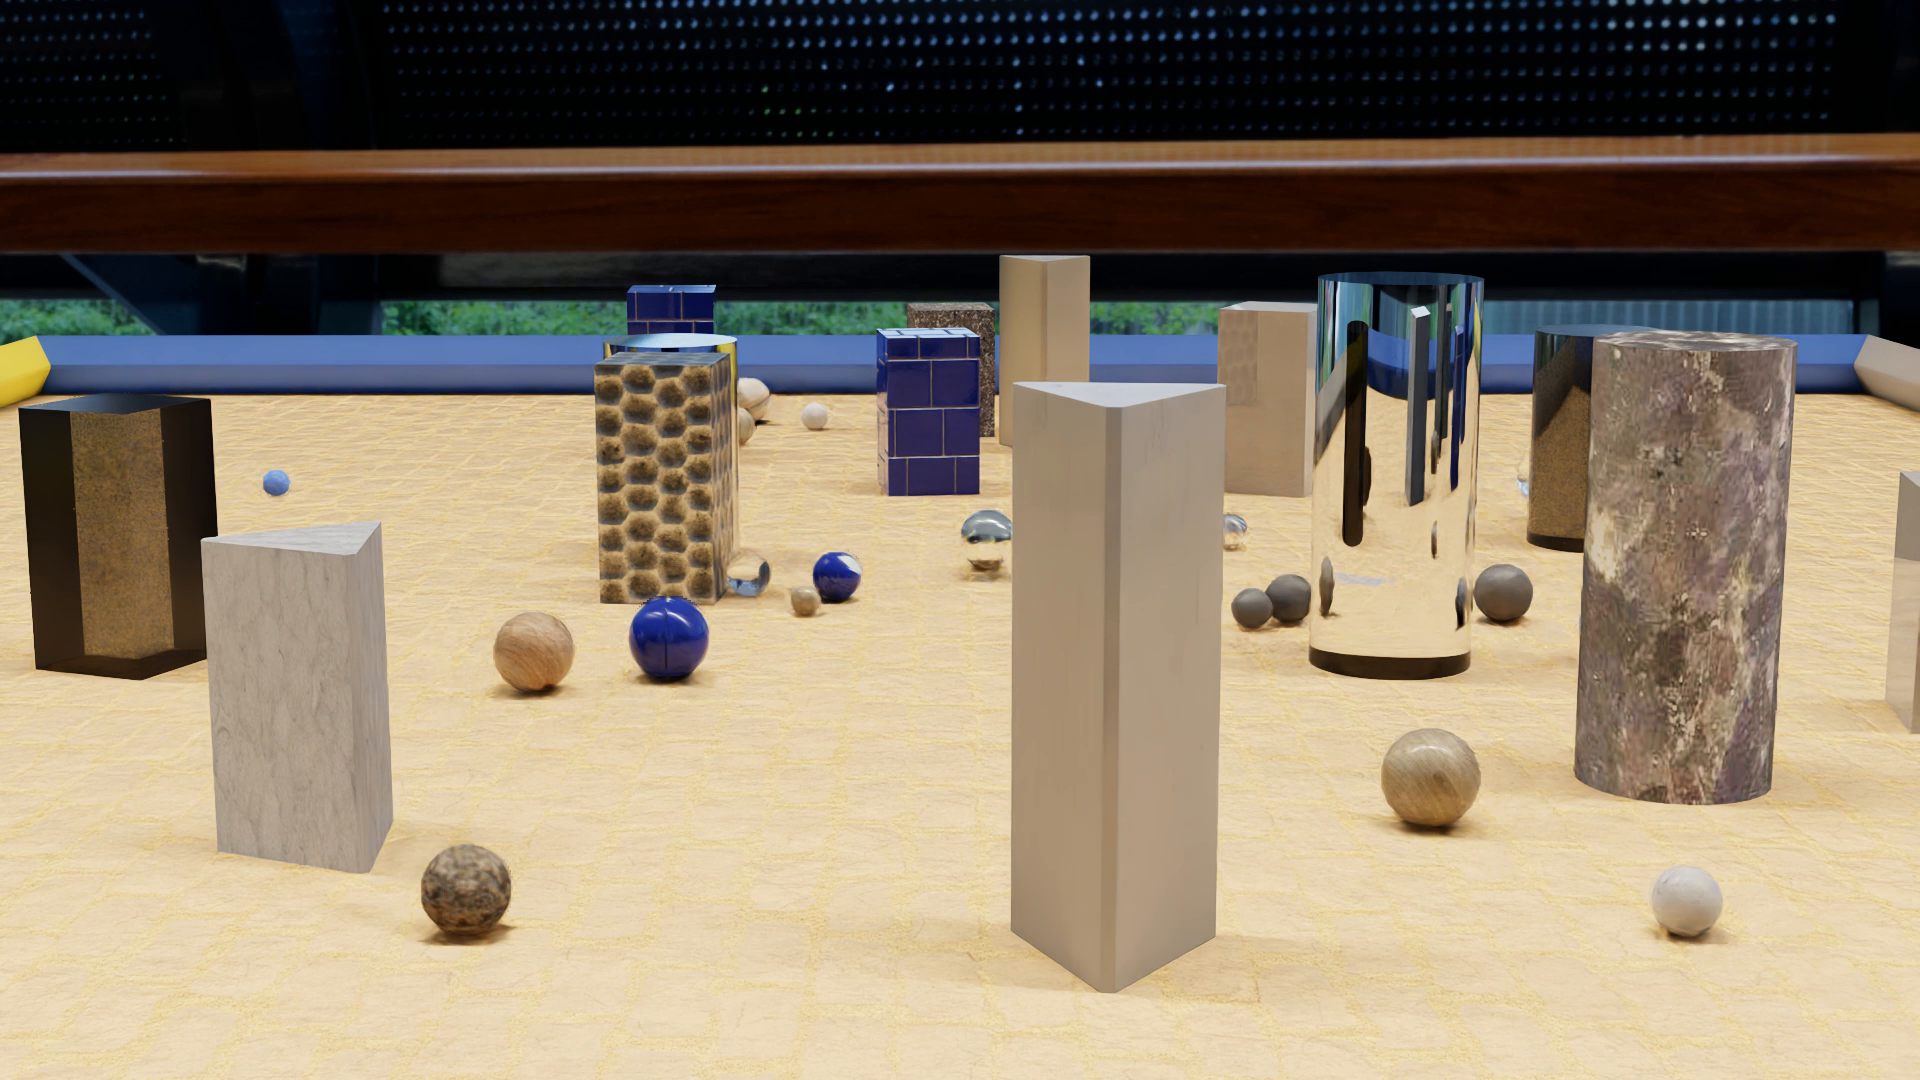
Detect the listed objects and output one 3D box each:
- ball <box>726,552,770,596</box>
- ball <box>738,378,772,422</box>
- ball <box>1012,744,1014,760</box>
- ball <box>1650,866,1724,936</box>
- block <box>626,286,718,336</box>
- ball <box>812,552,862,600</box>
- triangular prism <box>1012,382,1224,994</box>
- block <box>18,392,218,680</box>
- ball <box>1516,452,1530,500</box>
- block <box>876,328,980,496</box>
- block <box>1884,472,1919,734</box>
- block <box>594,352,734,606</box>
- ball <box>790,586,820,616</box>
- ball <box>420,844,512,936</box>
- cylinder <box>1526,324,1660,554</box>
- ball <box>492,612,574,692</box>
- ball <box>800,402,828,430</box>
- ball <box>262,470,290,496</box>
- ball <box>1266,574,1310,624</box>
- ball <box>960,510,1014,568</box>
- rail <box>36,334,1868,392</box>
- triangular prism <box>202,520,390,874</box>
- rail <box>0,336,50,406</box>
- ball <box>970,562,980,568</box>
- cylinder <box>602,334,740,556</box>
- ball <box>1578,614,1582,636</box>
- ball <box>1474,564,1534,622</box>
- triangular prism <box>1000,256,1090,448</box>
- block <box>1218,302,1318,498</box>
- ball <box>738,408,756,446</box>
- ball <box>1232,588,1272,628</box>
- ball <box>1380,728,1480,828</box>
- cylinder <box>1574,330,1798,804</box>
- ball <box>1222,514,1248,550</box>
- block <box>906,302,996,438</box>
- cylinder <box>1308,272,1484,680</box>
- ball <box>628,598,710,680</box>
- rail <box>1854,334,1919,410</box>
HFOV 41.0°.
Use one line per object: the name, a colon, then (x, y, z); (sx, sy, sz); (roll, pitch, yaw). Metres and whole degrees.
ball: (-0.293, 0.047, 3.561); (0.061, 0.061, 0.061); (0, 10, 0)
ball: (-0.436, -0.288, 5.282); (0.094, 0.094, 0.094); (0, 10, 0)
ball: (0.098, 0.213, 2.584); (0.091, 0.091, 0.091); (0, 10, 0)
ball: (0.615, 0.305, 2.172); (0.060, 0.060, 0.060); (0, 10, 0)
block: (-0.538, -0.316, 4.829); (0.158, 0.314, 0.158); (-1, 11, -3)
ball: (-0.170, 0.049, 3.533); (0.068, 0.068, 0.068); (0, 10, 0)
triangular prism: (0.106, 0.109, 2.107); (0.148, 0.470, 0.171); (7, 13, 34)
block: (-1.026, -0.008, 3.146); (0.158, 0.322, 0.158); (4, 11, 22)
ball: (0.952, -0.102, 4.161); (0.099, 0.099, 0.099); (0, 10, 0)
block: (-0.056, -0.224, 4.451); (0.158, 0.271, 0.158); (-2, 11, -8)
block: (1.140, 0.070, 2.869); (0.158, 0.269, 0.158); (2, 11, 9)
block: (-0.407, -0.088, 3.556); (0.158, 0.329, 0.158); (1, 11, 5)
ball: (-0.207, 0.081, 3.438); (0.040, 0.040, 0.040); (0, 10, 0)
ball: (-0.419, 0.297, 2.175); (0.076, 0.076, 0.076); (0, 10, 0)
cylinder: (0.977, -0.158, 3.939); (0.198, 0.328, 0.198); (0, 10, 0)
ball: (-0.500, 0.132, 3.014); (0.095, 0.095, 0.095); (0, 10, 0)
ball: (-0.294, -0.250, 5.186); (0.055, 0.055, 0.055); (0, 10, 0)
ball: (-1.169, -0.098, 4.386); (0.046, 0.046, 0.046); (0, 10, 0)
ball: (0.435, 0.077, 3.389); (0.065, 0.065, 0.065); (0, 10, 0)
ball: (0.041, -0.002, 3.685); (0.084, 0.084, 0.084); (0, 10, 0)
rail: (-0.013, -0.392, 5.743); (4.113, 0.128, 0.045); (0, 10, 0)
triangular prism: (-0.589, 0.140, 2.416); (0.171, 0.297, 0.148); (5, 12, 25)
rail: (-2.033, 0.035, 3.437); (0.045, 0.128, 4.714); (0, 10, 0)
ball: (0.036, 0.014, 3.754); (0.057, 0.057, 0.057); (0, 10, 0)
cylinder: (-0.428, -0.134, 3.814); (0.198, 0.327, 0.198); (0, 10, 0)
ball: (0.806, 0.109, 3.153); (0.089, 0.089, 0.089); (0, 10, 0)
ball: (0.719, 0.070, 3.396); (0.077, 0.077, 0.077); (0, 10, 0)
triangular prism: (0.140, -0.360, 4.924); (0.148, 0.366, 0.171); (7, 12, 32)
block: (0.546, -0.246, 4.444); (0.158, 0.317, 0.158); (5, 12, 24)
ball: (-0.435, -0.221, 4.970); (0.075, 0.075, 0.075); (0, 10, 0)
ball: (0.381, 0.089, 3.352); (0.053, 0.053, 0.053); (0, 10, 0)
ball: (0.455, 0.230, 2.483); (0.096, 0.096, 0.096); (0, 10, 0)
cylinder: (0.737, 0.023, 2.614); (0.198, 0.454, 0.198); (0, 10, 0)
ball: (0.410, -0.013, 3.907); (0.055, 0.055, 0.055); (0, 10, 0)
block: (-0.019, -0.341, 5.135); (0.158, 0.252, 0.158); (-1, 11, -7)
cylinder: (0.530, -0.082, 3.130); (0.198, 0.474, 0.198); (0, 10, 0)
ball: (-0.349, 0.118, 3.079); (0.098, 0.098, 0.098); (0, 10, 0)
rail: (2.033, 0.031, 3.460); (0.045, 0.128, 4.714); (0, 10, 0)
